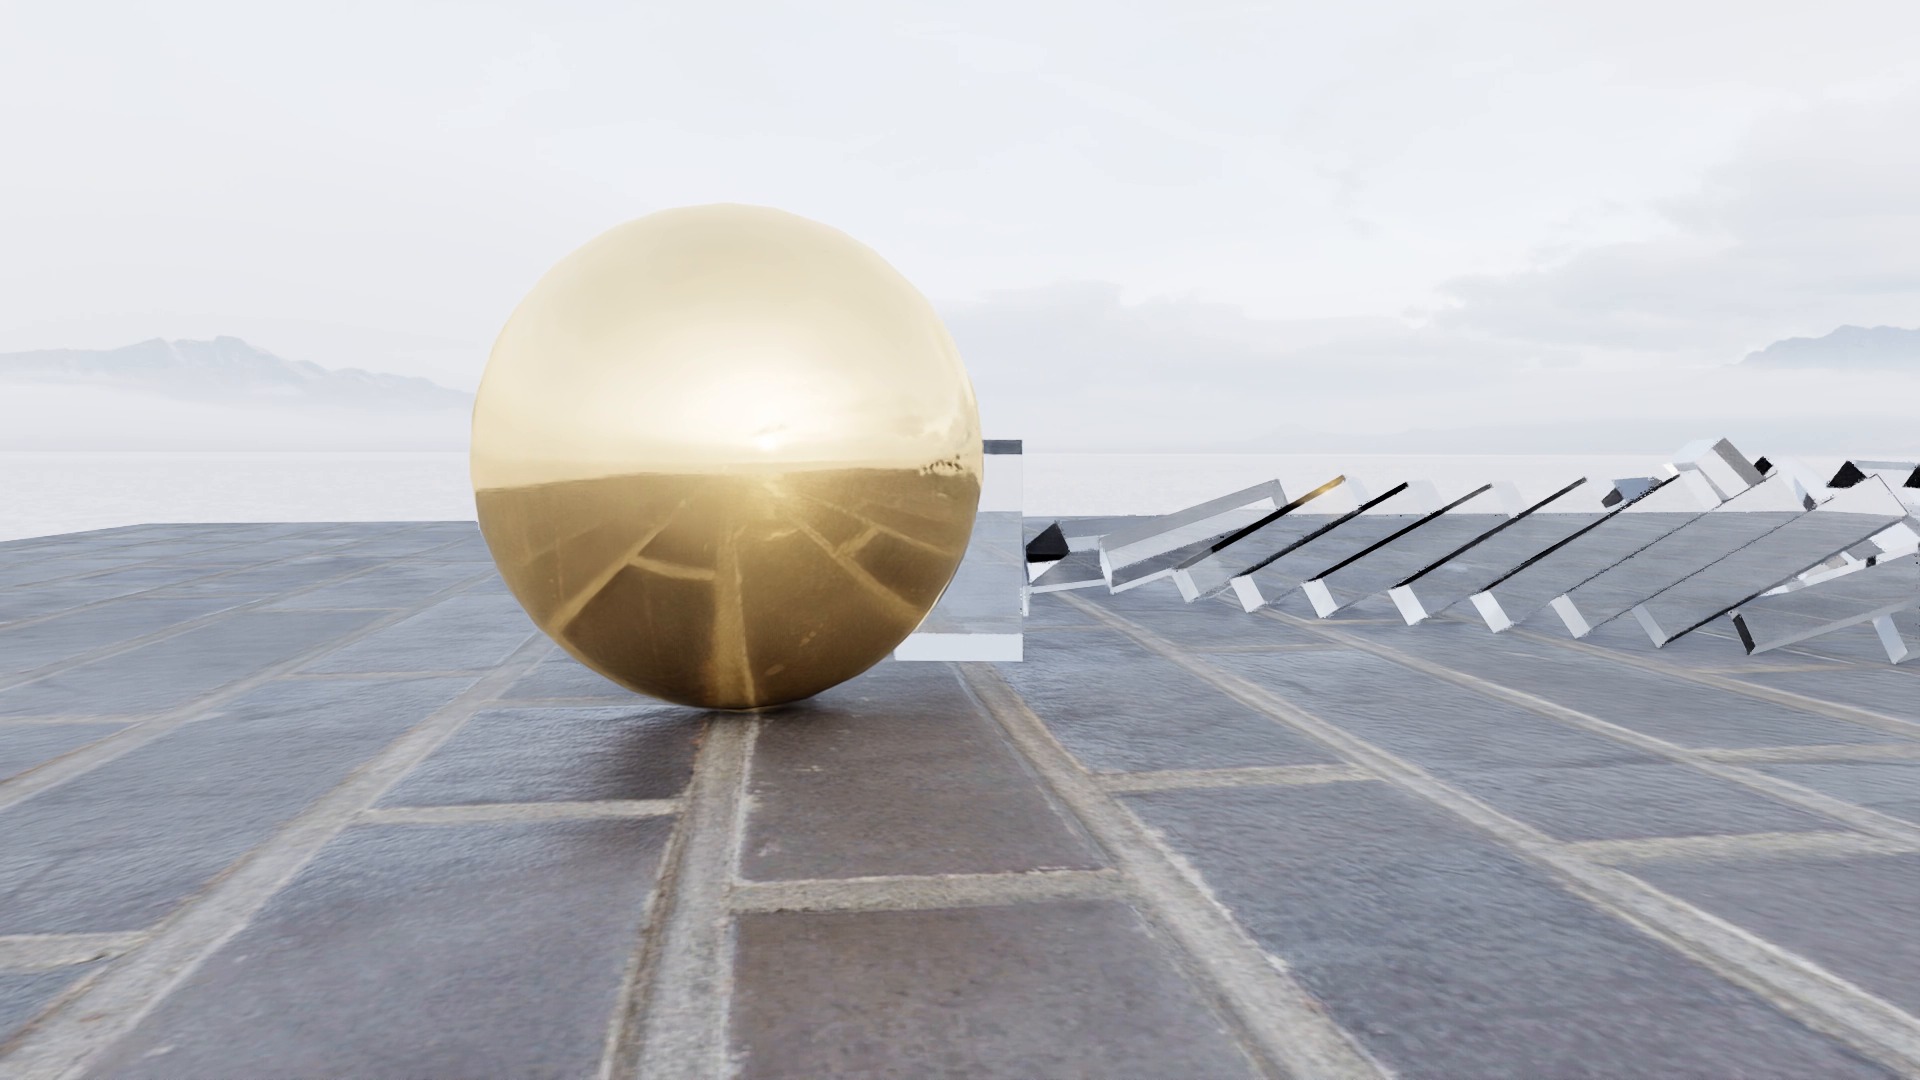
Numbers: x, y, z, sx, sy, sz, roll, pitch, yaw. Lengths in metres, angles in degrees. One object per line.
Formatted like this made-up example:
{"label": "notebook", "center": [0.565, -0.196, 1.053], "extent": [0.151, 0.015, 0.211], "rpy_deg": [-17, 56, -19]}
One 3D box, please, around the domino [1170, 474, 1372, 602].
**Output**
{"label": "domino", "center": [0.082, 0.000, 0.334], "extent": [0.050, 0.010, 0.025], "rpy_deg": [-31, -13, 23]}

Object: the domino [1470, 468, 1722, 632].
{"label": "domino", "center": [0.142, 0.003, 0.286], "extent": [0.050, 0.010, 0.025], "rpy_deg": [-40, -19, 33]}

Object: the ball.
{"label": "ball", "center": [-0.036, -0.013, 0.206], "extent": [0.080, 0.080, 0.080], "rpy_deg": [0, 4, 0]}

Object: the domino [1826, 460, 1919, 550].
{"label": "domino", "center": [0.251, -0.001, 0.328], "extent": [0.025, 0.010, 0.050], "rpy_deg": [1, 40, -15]}

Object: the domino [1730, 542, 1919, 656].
{"label": "domino", "center": [0.183, 0.009, 0.255], "extent": [0.050, 0.009, 0.025], "rpy_deg": [-27, -12, 34]}

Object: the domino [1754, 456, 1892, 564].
{"label": "domino", "center": [0.235, -0.003, 0.340], "extent": [0.025, 0.009, 0.050], "rpy_deg": [-3, 45, -39]}

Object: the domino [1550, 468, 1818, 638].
{"label": "domino", "center": [0.155, 0.003, 0.275], "extent": [0.050, 0.009, 0.025], "rpy_deg": [-40, -19, 33]}

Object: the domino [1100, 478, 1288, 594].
{"label": "domino", "center": [0.064, -0.001, 0.352], "extent": [0.050, 0.009, 0.025], "rpy_deg": [-19, -18, 0]}

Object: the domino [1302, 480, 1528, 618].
{"label": "domino", "center": [0.111, 0.002, 0.312], "extent": [0.050, 0.010, 0.025], "rpy_deg": [-34, -15, 31]}

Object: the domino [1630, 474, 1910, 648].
{"label": "domino", "center": [0.167, 0.004, 0.265], "extent": [0.050, 0.010, 0.025], "rpy_deg": [-39, -19, 31]}

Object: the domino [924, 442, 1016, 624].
{"label": "domino", "center": [0.001, -0.002, 0.315], "extent": [0.025, 0.050, 0.009], "rpy_deg": [0, -39, 2]}

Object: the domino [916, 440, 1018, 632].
{"label": "domino", "center": [0.001, -0.002, 0.302], "extent": [0.025, 0.050, 0.010], "rpy_deg": [0, -38, 2]}

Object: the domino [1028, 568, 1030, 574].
{"label": "domino", "center": [-0.002, 0.011, 0.358], "extent": [0.025, 0.010, 0.050], "rpy_deg": [-2, 5, -20]}

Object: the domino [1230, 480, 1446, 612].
{"label": "domino", "center": [0.095, 0.002, 0.323], "extent": [0.050, 0.010, 0.025], "rpy_deg": [-33, -14, 30]}

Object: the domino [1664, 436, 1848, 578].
{"label": "domino", "center": [0.211, -0.005, 0.339], "extent": [0.009, 0.050, 0.025], "rpy_deg": [-42, -7, 10]}

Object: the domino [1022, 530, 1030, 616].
{"label": "domino", "center": [0.003, 0.000, 0.334], "extent": [0.025, 0.010, 0.050], "rpy_deg": [0, 37, -3]}

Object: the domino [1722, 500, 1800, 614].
{"label": "domino", "center": [0.180, 0.005, 0.303], "extent": [0.025, 0.010, 0.050], "rpy_deg": [4, -20, 40]}

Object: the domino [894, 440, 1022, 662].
{"label": "domino", "center": [0.000, 0.001, 0.264], "extent": [0.025, 0.050, 0.010], "rpy_deg": [0, -38, 2]}

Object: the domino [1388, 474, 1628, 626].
{"label": "domino", "center": [0.127, 0.002, 0.298], "extent": [0.050, 0.009, 0.025], "rpy_deg": [-37, -18, 33]}

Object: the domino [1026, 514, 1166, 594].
{"label": "domino", "center": [0.038, 0.004, 0.370], "extent": [0.050, 0.010, 0.025], "rpy_deg": [-4, -27, -45]}

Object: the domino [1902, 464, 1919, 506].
{"label": "domino", "center": [0.258, 0.000, 0.313], "extent": [0.025, 0.010, 0.050], "rpy_deg": [5, 39, -4]}

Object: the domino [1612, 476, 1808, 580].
{"label": "domino", "center": [0.188, 0.000, 0.332], "extent": [0.050, 0.009, 0.025], "rpy_deg": [29, -5, -9]}

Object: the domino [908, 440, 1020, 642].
{"label": "domino", "center": [0.001, -0.001, 0.289], "extent": [0.025, 0.050, 0.010], "rpy_deg": [0, -38, 2]}

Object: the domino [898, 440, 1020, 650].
{"label": "domino", "center": [0.000, 0.000, 0.276], "extent": [0.025, 0.050, 0.010], "rpy_deg": [0, -38, 2]}

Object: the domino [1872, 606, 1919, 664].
{"label": "domino", "center": [0.203, 0.009, 0.240], "extent": [0.025, 0.010, 0.050], "rpy_deg": [-7, -16, -45]}
